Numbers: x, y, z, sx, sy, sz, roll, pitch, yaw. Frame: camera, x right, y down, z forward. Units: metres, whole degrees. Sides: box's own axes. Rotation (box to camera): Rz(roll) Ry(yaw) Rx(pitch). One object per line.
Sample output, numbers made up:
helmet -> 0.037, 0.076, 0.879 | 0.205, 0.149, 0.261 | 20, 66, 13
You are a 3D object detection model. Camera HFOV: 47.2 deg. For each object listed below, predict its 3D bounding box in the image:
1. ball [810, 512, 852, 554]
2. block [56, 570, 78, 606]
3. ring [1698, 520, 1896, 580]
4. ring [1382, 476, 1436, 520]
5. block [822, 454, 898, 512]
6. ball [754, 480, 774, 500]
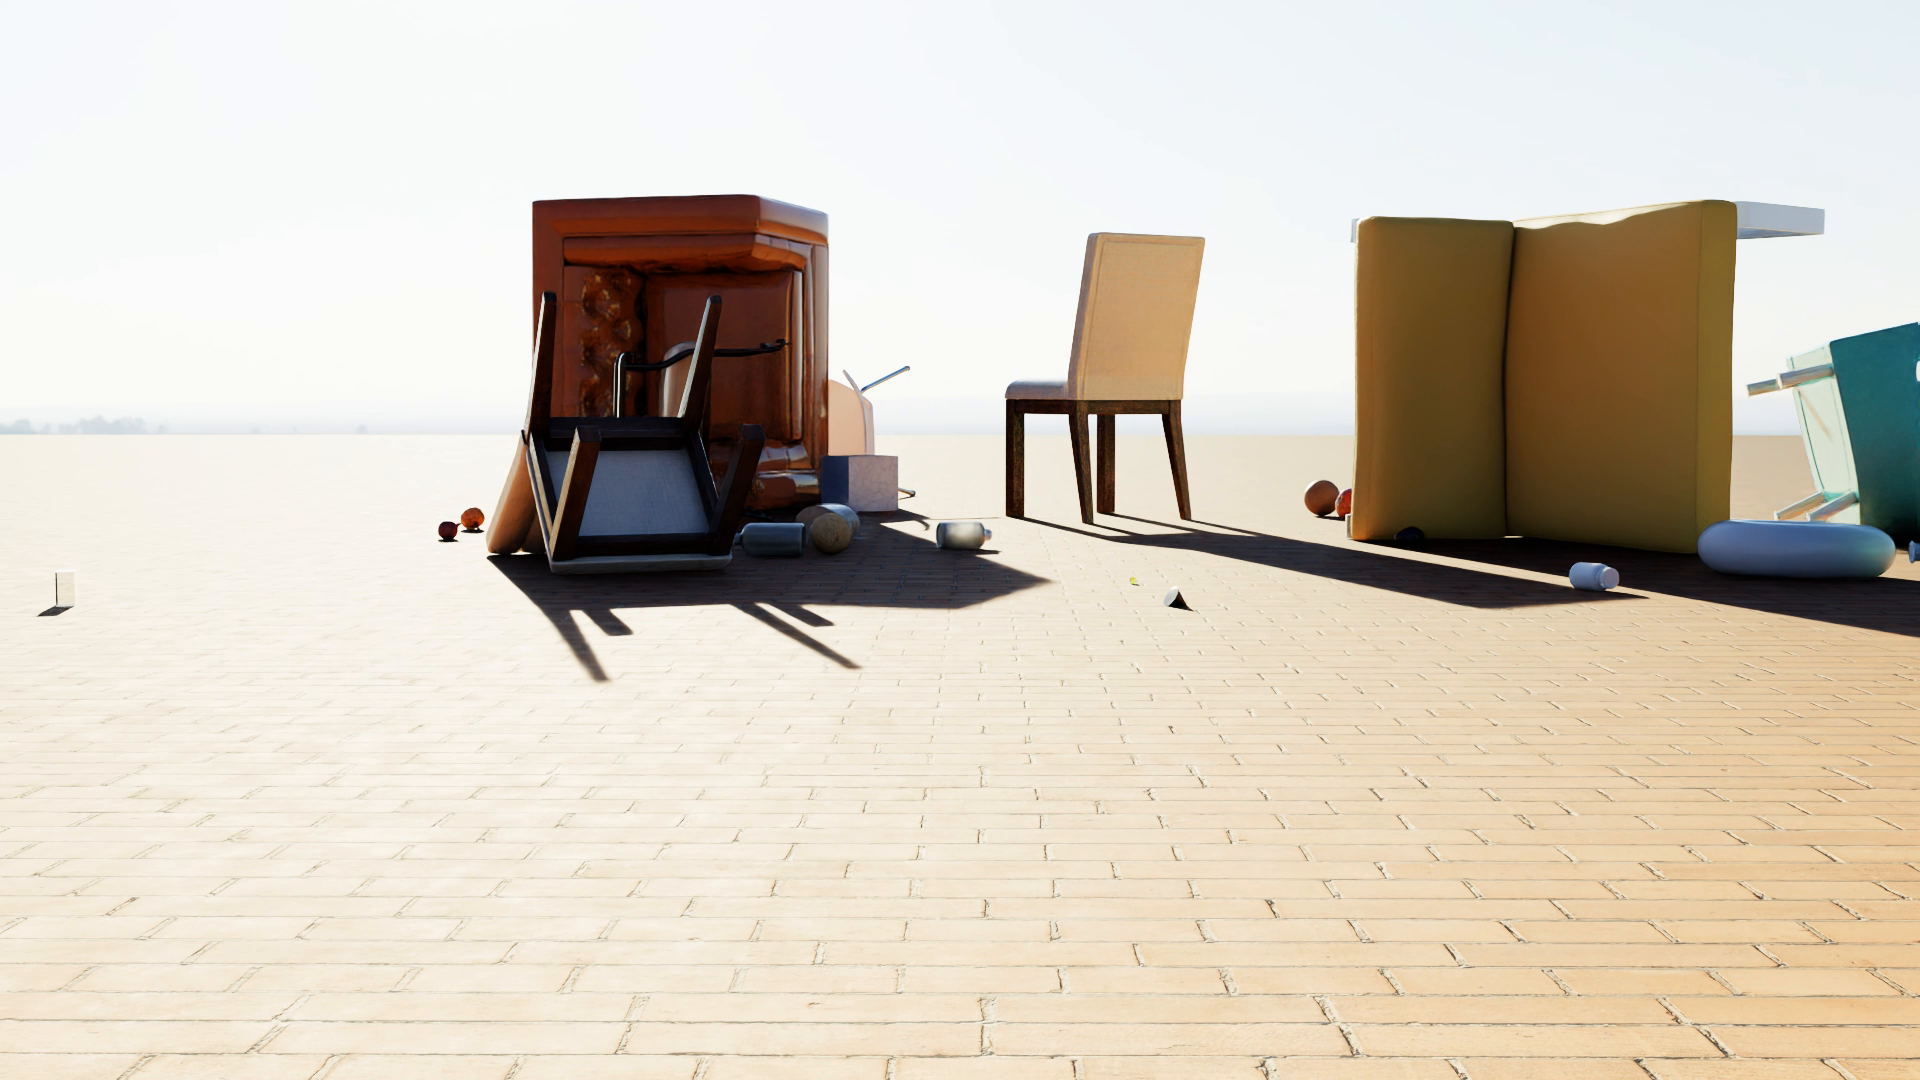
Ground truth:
ball -> -0.352, -0.017, 5.972 | 0.113, 0.113, 0.113 | 0, 4, 0
block -> -1.861, 0.099, 4.580 | 0.037, 0.071, 0.067 | -1, 4, -18
ring -> 2.009, 0.022, 5.290 | 0.448, 0.129, 0.312 | 2, 3, 20
ring -> 1.536, -0.140, 7.526 | 0.190, 0.155, 0.128 | 15, 14, -7
block -> -0.370, -0.211, 8.138 | 0.227, 0.203, 0.171 | -3, 5, -39
ball -> -0.787, -0.198, 8.831 | 0.082, 0.082, 0.082 | 0, 4, 0
